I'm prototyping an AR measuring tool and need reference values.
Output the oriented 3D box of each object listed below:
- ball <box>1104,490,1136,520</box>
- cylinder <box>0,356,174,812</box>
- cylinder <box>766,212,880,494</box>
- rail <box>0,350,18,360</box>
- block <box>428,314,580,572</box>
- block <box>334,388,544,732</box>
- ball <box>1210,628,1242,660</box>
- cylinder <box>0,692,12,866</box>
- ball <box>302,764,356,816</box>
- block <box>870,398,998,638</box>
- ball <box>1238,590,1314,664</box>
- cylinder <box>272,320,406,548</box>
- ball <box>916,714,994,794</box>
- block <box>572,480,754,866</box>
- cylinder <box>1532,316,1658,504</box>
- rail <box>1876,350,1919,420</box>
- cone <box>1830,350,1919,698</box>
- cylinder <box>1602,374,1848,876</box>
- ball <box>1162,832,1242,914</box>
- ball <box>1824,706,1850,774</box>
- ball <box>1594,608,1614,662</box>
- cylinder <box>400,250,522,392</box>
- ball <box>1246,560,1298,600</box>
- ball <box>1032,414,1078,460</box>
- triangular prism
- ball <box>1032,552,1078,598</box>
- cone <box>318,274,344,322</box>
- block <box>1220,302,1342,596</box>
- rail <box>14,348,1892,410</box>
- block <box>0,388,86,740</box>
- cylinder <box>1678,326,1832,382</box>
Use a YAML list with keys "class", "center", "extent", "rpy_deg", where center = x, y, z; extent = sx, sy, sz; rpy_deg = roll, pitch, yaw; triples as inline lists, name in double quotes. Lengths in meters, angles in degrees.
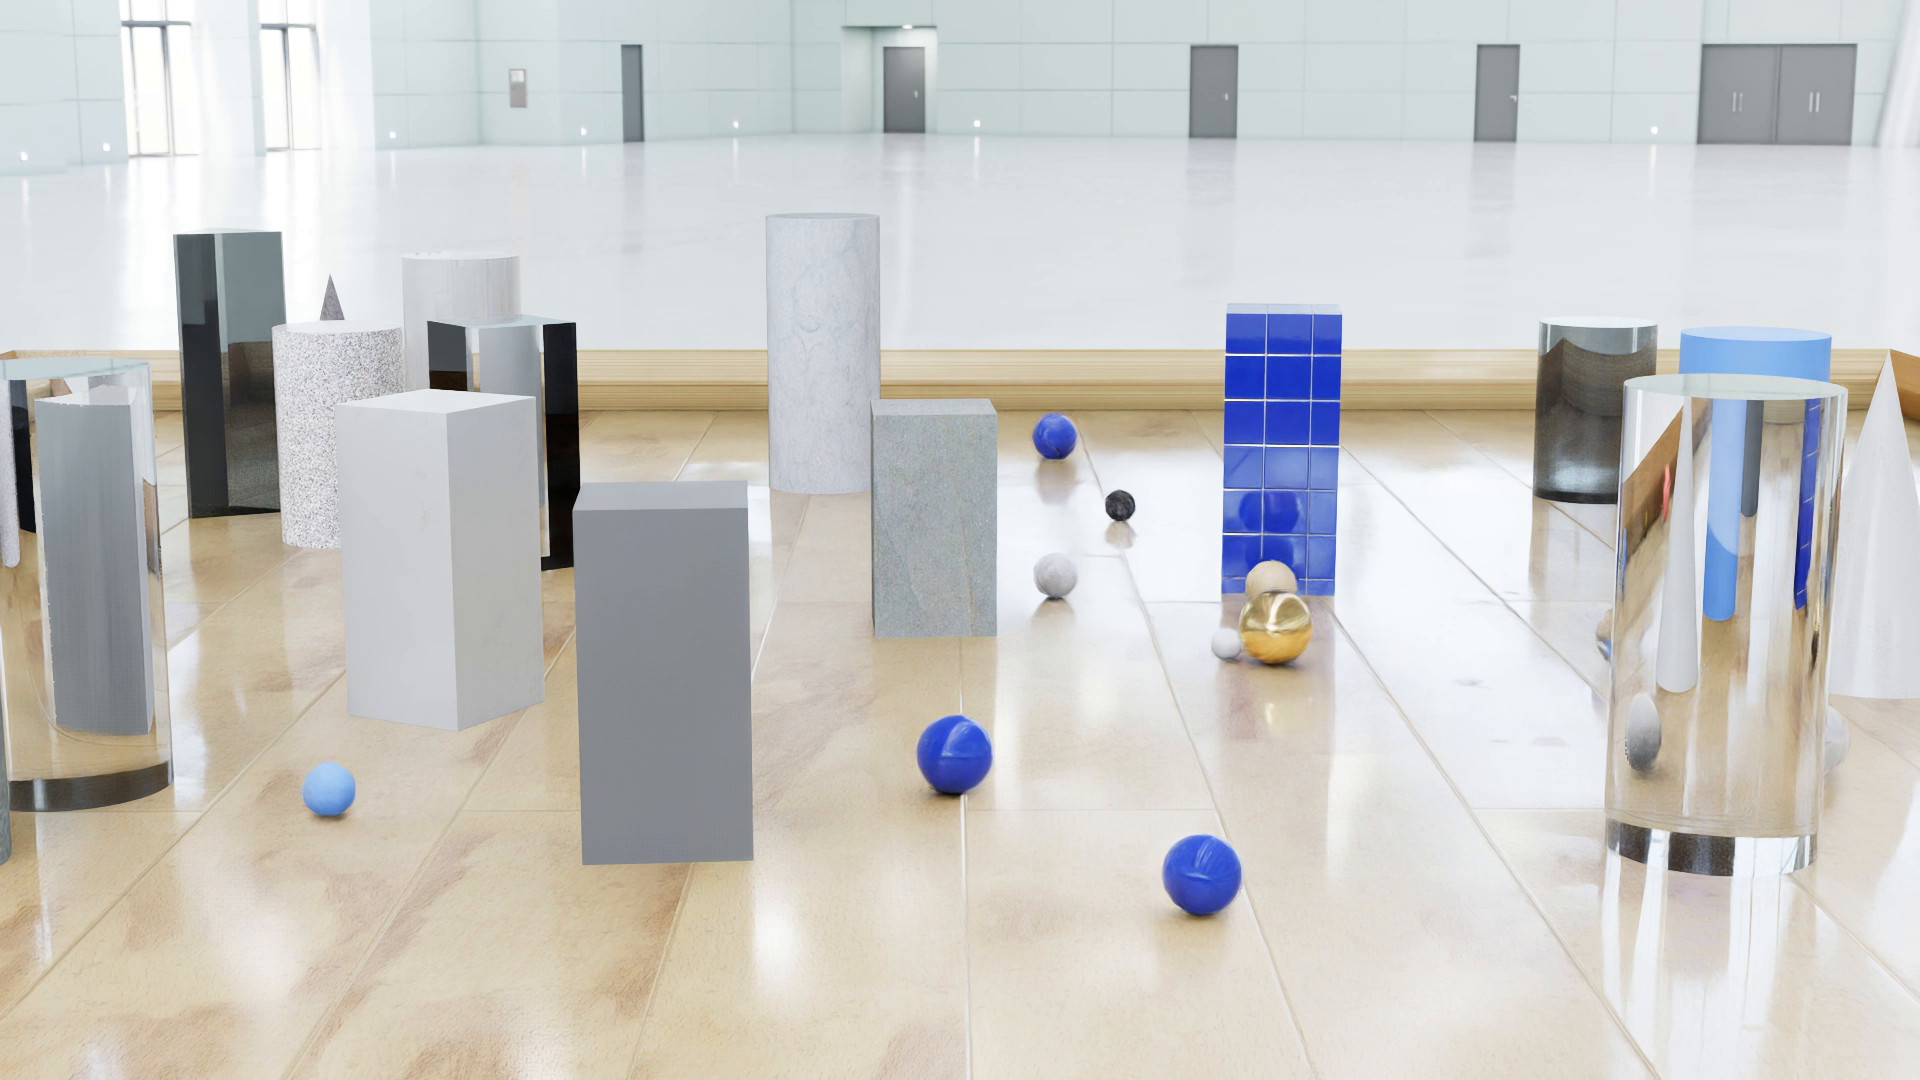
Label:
- class: "ball"
  center: [0.259, -0.056, 4.148]
  extent: [0.050, 0.050, 0.050]
  rpy_deg: [0, 10, 0]
- class: "cylinder"
  center: [-0.908, 0.040, 2.591]
  extent: [0.197, 0.429, 0.197]
  rpy_deg: [0, 10, 0]
- class: "cylinder"
  center: [-0.237, -0.328, 4.466]
  extent: [0.197, 0.469, 0.197]
  rpy_deg: [0, 10, 0]
- class: "rail"
  center: [-1.977, 0.035, 3.438]
  extent: [0.045, 0.128, 4.128]
  rpy_deg: [0, 10, 0]
- class: "block"
  center: [-0.666, -0.141, 3.759]
  extent: [0.157, 0.359, 0.157]
  rpy_deg: [-8, 13, -38]
- class: "block"
  center: [-0.588, 0.018, 2.911]
  extent: [0.157, 0.355, 0.157]
  rpy_deg: [6, 12, 28]
- class: "ball"
  center: [0.330, 0.129, 3.178]
  extent: [0.040, 0.040, 0.040]
  rpy_deg: [0, 10, 0]
- class: "cylinder"
  center: [-0.981, 0.116, 2.339]
  extent: [0.197, 0.370, 0.197]
  rpy_deg: [0, 10, 0]
- class: "ball"
  center: [-0.619, 0.245, 2.518]
  extent: [0.052, 0.052, 0.052]
  rpy_deg: [0, 10, 0]
- class: "block"
  center: [-0.036, -0.031, 3.357]
  extent: [0.157, 0.289, 0.157]
  rpy_deg: [-1, 11, -3]
- class: "ball"
  center: [0.388, 0.107, 3.153]
  extent: [0.092, 0.092, 0.092]
  rpy_deg: [0, 10, 0]
- class: "cylinder"
  center: [-0.958, -0.167, 3.980]
  extent: [0.197, 0.329, 0.197]
  rpy_deg: [0, 10, 0]
- class: "ball"
  center: [-0.005, 0.217, 2.595]
  extent: [0.079, 0.079, 0.079]
  rpy_deg: [0, 10, 0]
- class: "block"
  center: [-0.276, 0.121, 2.418]
  extent: [0.157, 0.332, 0.157]
  rpy_deg: [-1, 11, -5]
- class: "cylinder"
  center: [1.082, -0.223, 4.373]
  extent: [0.197, 0.297, 0.197]
  rpy_deg: [0, 10, 0]
- class: "rail"
  center: [1.977, 0.031, 3.460]
  extent: [0.045, 0.128, 4.128]
  rpy_deg: [0, 10, 0]
- class: "cone"
  center: [1.090, -0.029, 3.046]
  extent: [0.197, 0.398, 0.197]
  rpy_deg: [0, 10, 0]
- class: "cylinder"
  center: [0.709, 0.074, 2.388]
  extent: [0.197, 0.436, 0.197]
  rpy_deg: [0, 10, 0]
- class: "ball"
  center: [0.210, 0.289, 2.227]
  extent: [0.071, 0.071, 0.071]
  rpy_deg: [0, 10, 0]
- class: "ball"
  center: [0.878, 0.205, 2.655]
  extent: [0.080, 0.080, 0.080]
  rpy_deg: [0, 10, 0]
- class: "ball"
  center: [0.816, 0.117, 3.130]
  extent: [0.080, 0.080, 0.080]
  rpy_deg: [0, 10, 0]
- class: "cylinder"
  center: [-0.832, -0.271, 4.312]
  extent: [0.197, 0.414, 0.197]
  rpy_deg: [0, 10, 0]
- class: "ball"
  center: [0.419, 0.062, 3.456]
  extent: [0.070, 0.070, 0.070]
  rpy_deg: [0, 10, 0]
- class: "ball"
  center: [0.177, -0.191, 4.780]
  extent: [0.086, 0.086, 0.086]
  rpy_deg: [0, 10, 0]
- class: "triangular prism"
  center: [-1.208, -0.280, 4.231]
  extent: [0.170, 0.460, 0.148]
  rpy_deg: [-5, 12, -25]
- class: "ball"
  center: [0.132, 0.049, 3.547]
  extent: [0.063, 0.063, 0.063]
  rpy_deg: [0, 10, 0]
- class: "cone"
  center: [-1.092, -0.282, 4.482]
  extent: [0.197, 0.373, 0.197]
  rpy_deg: [0, 10, 0]
- class: "block"
  center: [0.451, -0.130, 3.612]
  extent: [0.157, 0.391, 0.157]
  rpy_deg: [1, 11, 6]
- class: "rail"
  center: [-0.012, -0.339, 5.455]
  extent: [4.001, 0.128, 0.045]
  rpy_deg: [0, 10, 0]
- class: "block"
  center: [-1.100, 0.023, 2.859]
  extent: [0.157, 0.365, 0.157]
  rpy_deg: [3, 11, 14]
- class: "cylinder"
  center: [1.081, -0.100, 3.518]
  extent: [0.197, 0.367, 0.197]
  rpy_deg: [0, 10, 0]
